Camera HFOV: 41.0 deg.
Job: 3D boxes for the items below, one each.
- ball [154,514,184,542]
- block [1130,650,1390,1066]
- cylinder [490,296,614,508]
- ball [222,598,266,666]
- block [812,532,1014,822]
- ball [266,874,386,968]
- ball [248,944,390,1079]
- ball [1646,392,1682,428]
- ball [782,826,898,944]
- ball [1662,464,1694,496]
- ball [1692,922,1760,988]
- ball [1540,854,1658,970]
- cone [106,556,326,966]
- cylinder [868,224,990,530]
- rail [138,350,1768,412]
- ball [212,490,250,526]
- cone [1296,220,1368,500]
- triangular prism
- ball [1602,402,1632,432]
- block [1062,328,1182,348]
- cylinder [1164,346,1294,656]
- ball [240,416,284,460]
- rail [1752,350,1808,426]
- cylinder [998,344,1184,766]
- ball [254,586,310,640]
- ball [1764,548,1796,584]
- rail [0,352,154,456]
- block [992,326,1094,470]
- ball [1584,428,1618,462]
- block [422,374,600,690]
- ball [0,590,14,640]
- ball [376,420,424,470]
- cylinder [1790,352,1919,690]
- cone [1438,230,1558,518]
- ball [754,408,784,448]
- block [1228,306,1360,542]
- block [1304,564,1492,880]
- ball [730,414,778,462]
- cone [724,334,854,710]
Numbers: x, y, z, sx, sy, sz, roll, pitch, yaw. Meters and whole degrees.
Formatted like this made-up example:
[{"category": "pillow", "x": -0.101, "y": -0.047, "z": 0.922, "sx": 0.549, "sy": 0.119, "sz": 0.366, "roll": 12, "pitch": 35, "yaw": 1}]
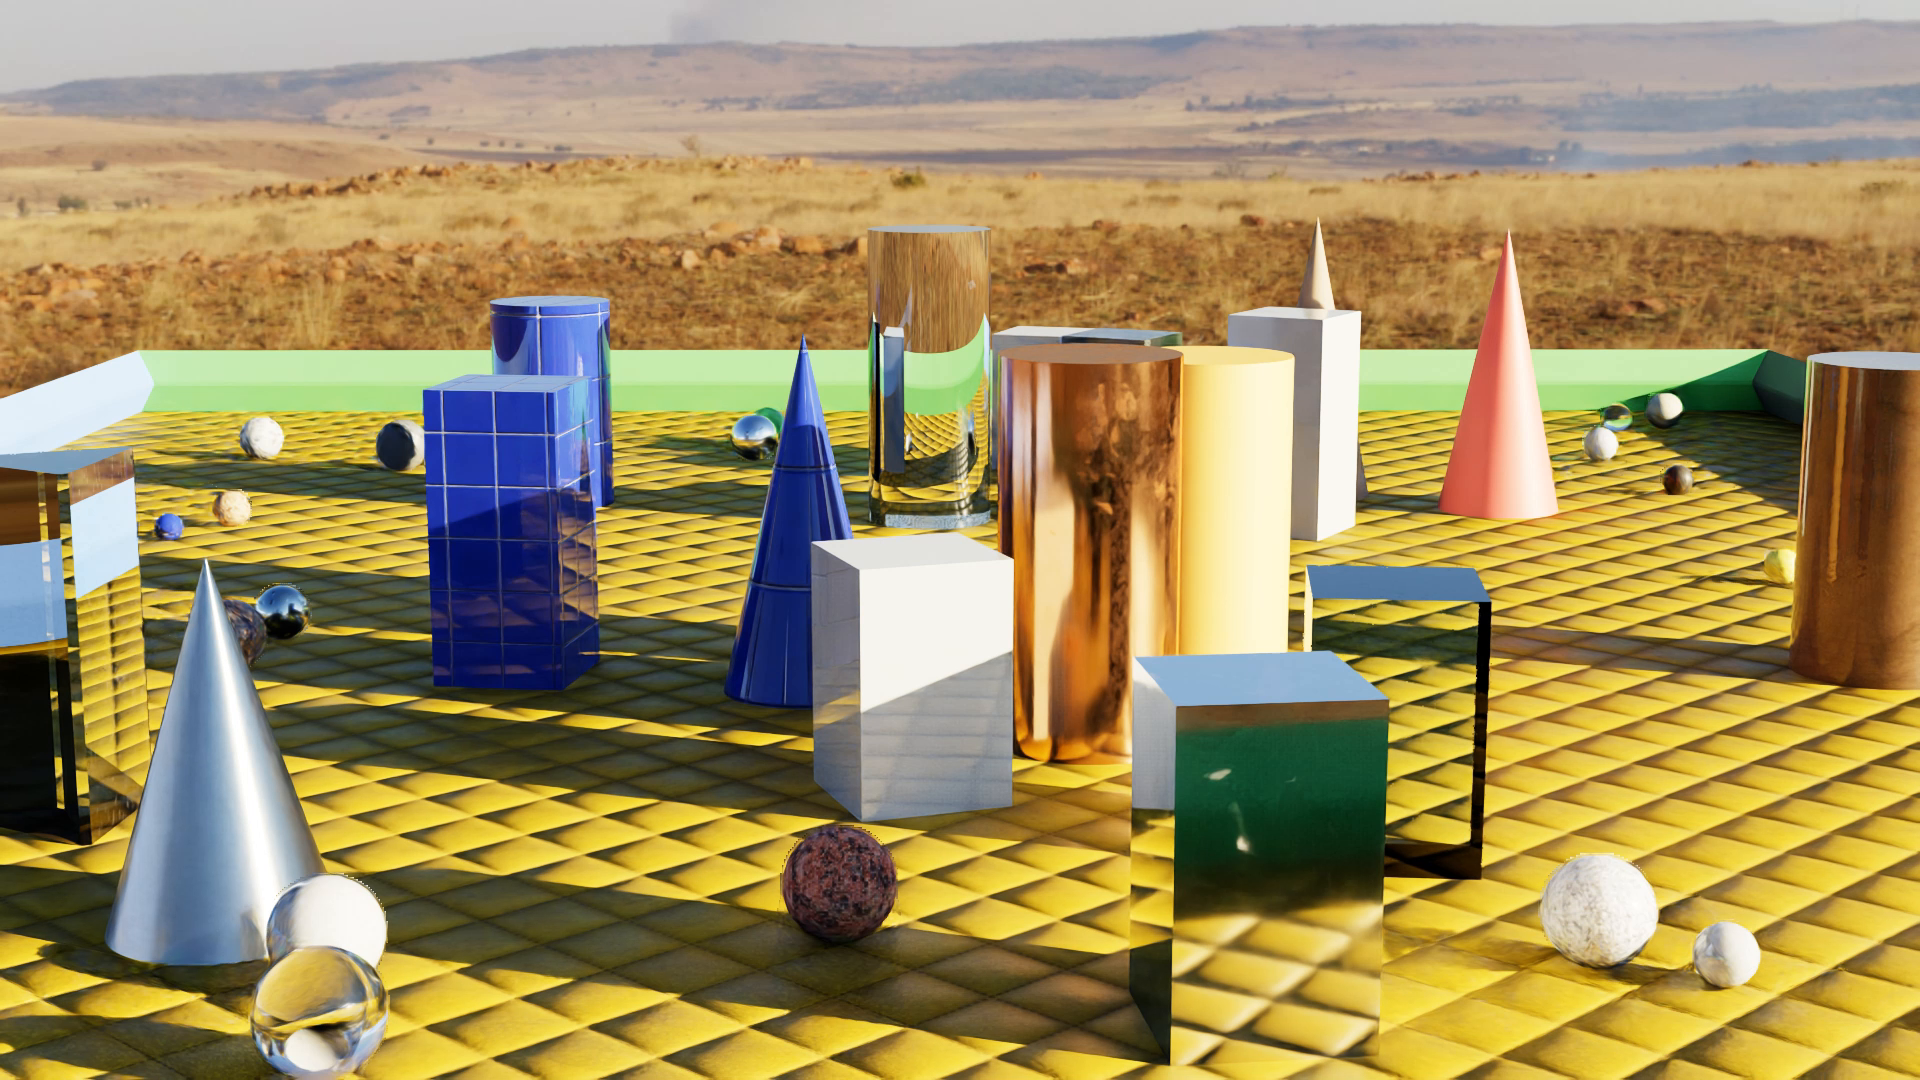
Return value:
[{"category": "ball", "x": -1.225, "y": -0.020, "z": 3.973, "sx": 0.043, "sy": 0.043, "sz": 0.043, "roll": 0, "pitch": 10, "yaw": 0}, {"category": "block", "x": 0.223, "y": 0.237, "z": 1.952, "sx": 0.158, "sy": 0.273, "sz": 0.158, "roll": -1, "pitch": 11, "yaw": -7}, {"category": "cylinder", "x": -0.682, "y": -0.230, "z": 4.296, "sx": 0.197, "sy": 0.340, "sz": 0.197, "roll": 0, "pitch": 10, "yaw": 0}, {"category": "ball", "x": -0.889, "y": 0.115, "z": 3.122, "sx": 0.088, "sy": 0.088, "sz": 0.088, "roll": 0, "pitch": 10, "yaw": 0}, {"category": "block", "x": -0.049, "y": 0.133, "z": 2.576, "sx": 0.158, "sy": 0.250, "sz": 0.158, "roll": -4, "pitch": 11, "yaw": -20}, {"category": "ball", "x": -0.504, "y": 0.313, "z": 2.038, "sx": 0.094, "sy": 0.094, "sz": 0.094, "roll": 0, "pitch": 10, "yaw": 0}, {"category": "ball", "x": -0.465, "y": 0.343, "z": 1.861, "sx": 0.099, "sy": 0.099, "sz": 0.099, "roll": 0, "pitch": 10, "yaw": 0}, {"category": "ball", "x": 1.427, "y": -0.263, "z": 5.202, "sx": 0.073, "sy": 0.073, "sz": 0.073, "roll": 0, "pitch": 10, "yaw": 0}, {"category": "ball", "x": -0.101, "y": 0.290, "z": 2.155, "sx": 0.097, "sy": 0.097, "sz": 0.097, "roll": 0, "pitch": 10, "yaw": 0}, {"category": "ball", "x": 1.230, "y": -0.102, "z": 4.394, "sx": 0.052, "sy": 0.052, "sz": 0.052, "roll": 0, "pitch": 10, "yaw": 0}, {"category": "ball", "x": 0.612, "y": 0.332, "z": 2.051, "sx": 0.052, "sy": 0.052, "sz": 0.052, "roll": 0, "pitch": 10, "yaw": 0}, {"category": "ball", "x": 0.521, "y": 0.303, "z": 2.093, "sx": 0.093, "sy": 0.093, "sz": 0.093, "roll": 0, "pitch": 10, "yaw": 0}, {"category": "cone", "x": -0.630, "y": 0.172, "z": 2.170, "sx": 0.197, "sy": 0.323, "sz": 0.197, "roll": 0, "pitch": 10, "yaw": 0}, {"category": "cylinder", "x": -0.049, "y": -0.265, "z": 4.127, "sx": 0.197, "sy": 0.469, "sz": 0.197, "roll": 0, "pitch": 10, "yaw": 0}, {"category": "rail", "x": -0.012, "y": -0.335, "z": 5.437, "sx": 3.466, "sy": 0.128, "sz": 0.045, "roll": 0, "pitch": 10, "yaw": 0}, {"category": "ball", "x": -1.162, "y": -0.050, "z": 4.094, "sx": 0.058, "sy": 0.058, "sz": 0.058, "roll": 0, "pitch": 10, "yaw": 0}, {"category": "cone", "x": 0.604, "y": -0.313, "z": 4.370, "sx": 0.197, "sy": 0.476, "sz": 0.197, "roll": 0, "pitch": 10, "yaw": 0}, {"category": "triangular prism", "x": -0.857, "y": 0.094, "z": 2.498, "sx": 0.171, "sy": 0.356, "sz": 0.148, "roll": 7, "pitch": 12, "yaw": 32}, {"category": "ball", "x": 1.319, "y": -0.246, "z": 5.153, "sx": 0.058, "sy": 0.058, "sz": 0.058, "roll": 0, "pitch": 10, "yaw": 0}, {"category": "block", "x": 0.284, "y": -0.229, "z": 4.495, "sx": 0.158, "sy": 0.265, "sz": 0.158, "roll": 6, "pitch": 12, "yaw": 29}, {"category": "cylinder", "x": 0.289, "y": -0.021, "z": 3.015, "sx": 0.197, "sy": 0.394, "sz": 0.197, "roll": 0, "pitch": 10, "yaw": 0}, {"category": "ball", "x": -1.305, "y": -0.191, "z": 4.793, "sx": 0.080, "sy": 0.080, "sz": 0.080, "roll": 0, "pitch": 10, "yaw": 0}, {"category": "rail", "x": 1.709, "y": 0.031, "z": 3.459, "sx": 0.045, "sy": 0.128, "sz": 4.092, "roll": 0, "pitch": 10, "yaw": 0}, {"category": "cylinder", "x": 0.139, "y": 0.011, "z": 2.761, "sx": 0.197, "sy": 0.425, "sz": 0.197, "roll": 0, "pitch": 10, "yaw": 0}, {"category": "ball", "x": -0.870, "y": 0.093, "z": 3.292, "sx": 0.069, "sy": 0.069, "sz": 0.069, "roll": 0, "pitch": 10, "yaw": 0}, {"category": "ball", "x": 1.168, "y": 0.037, "z": 3.644, "sx": 0.051, "sy": 0.051, "sz": 0.051, "roll": 0, "pitch": 10, "yaw": 0}, {"category": "rail", "x": -1.709, "y": 0.035, "z": 3.439, "sx": 0.045, "sy": 0.128, "sz": 4.092, "roll": 0, "pitch": 10, "yaw": 0}, {"category": "block", "x": 0.159, "y": -0.260, "z": 4.709, "sx": 0.158, "sy": 0.247, "sz": 0.158, "roll": 4, "pitch": 11, "yaw": 19}, {"category": "ball", "x": 1.191, "y": -0.177, "z": 4.772, "sx": 0.062, "sy": 0.062, "sz": 0.062, "roll": 0, "pitch": 10, "yaw": 0}, {"category": "block", "x": -0.536, "y": -0.013, "z": 3.081, "sx": 0.158, "sy": 0.354, "sz": 0.158, "roll": 2, "pitch": 11, "yaw": 8}, {"category": "ball", "x": -1.241, "y": 0.095, "z": 3.254, "sx": 0.079, "sy": 0.079, "sz": 0.079, "roll": 0, "pitch": 10, "yaw": 0}, {"category": "ball", "x": -1.013, "y": -0.172, "z": 4.657, "sx": 0.094, "sy": 0.094, "sz": 0.094, "roll": 0, "pitch": 10, "yaw": 0}, {"category": "cylinder", "x": 1.112, "y": -0.027, "z": 3.089, "sx": 0.197, "sy": 0.379, "sz": 0.197, "roll": 0, "pitch": 10, "yaw": 0}, {"category": "cone", "x": 0.894, "y": -0.281, "z": 4.224, "sx": 0.197, "sy": 0.465, "sz": 0.197, "roll": 0, "pitch": 10, "yaw": 0}, {"category": "ball", "x": -0.369, "y": -0.214, "z": 4.918, "sx": 0.081, "sy": 0.081, "sz": 0.081, "roll": 0, "pitch": 10, "yaw": 0}, {"category": "block", "x": 0.524, "y": -0.186, "z": 4.047, "sx": 0.158, "sy": 0.344, "sz": 0.158, "roll": 6, "pitch": 12, "yaw": 29}, {"category": "block", "x": 0.401, "y": 0.166, "z": 2.383, "sx": 0.158, "sy": 0.257, "sz": 0.158, "roll": 1, "pitch": 11, "yaw": 5}, {"category": "ball", "x": -0.382, "y": -0.190, "z": 4.771, "sx": 0.088, "sy": 0.088, "sz": 0.088, "roll": 0, "pitch": 10, "yaw": 0}, {"category": "cone", "x": -0.181, "y": -0.032, "z": 2.995, "sx": 0.197, "sy": 0.423, "sz": 0.197, "roll": 0, "pitch": 10, "yaw": 0}]
